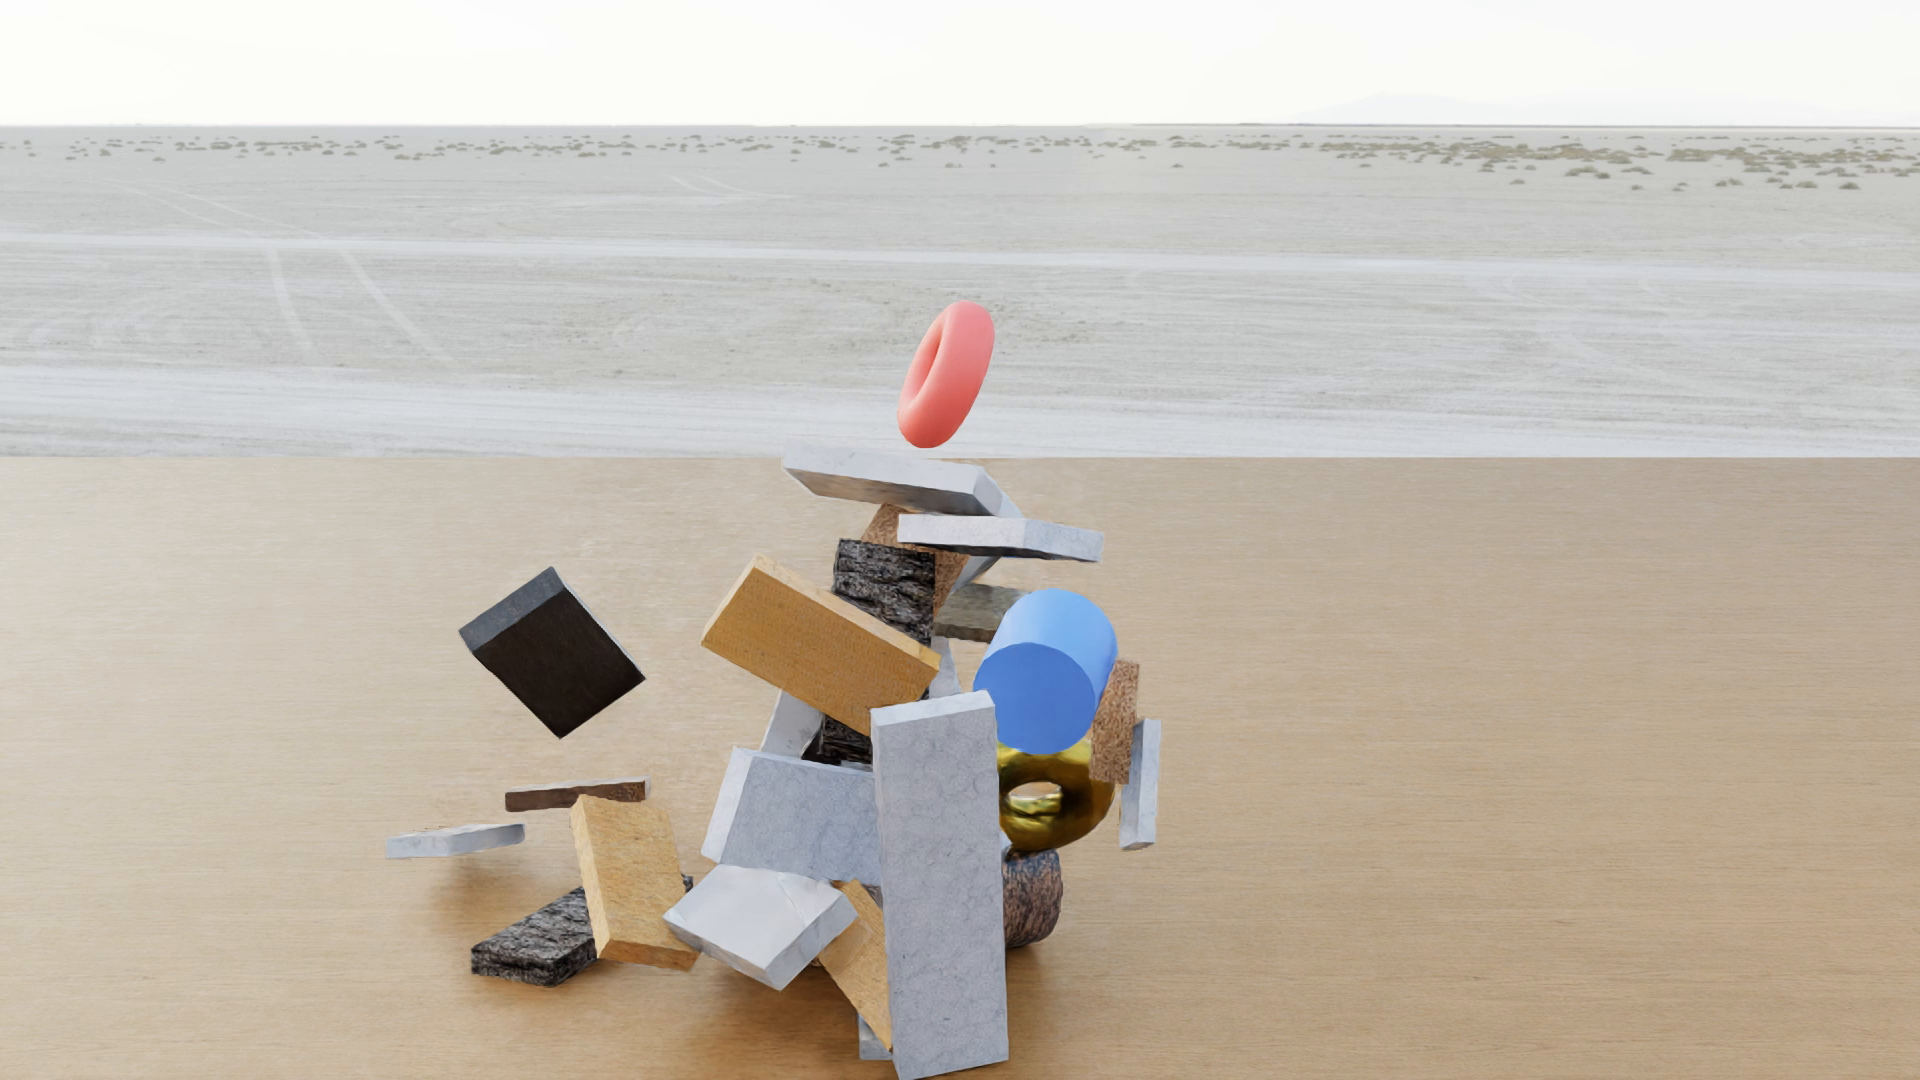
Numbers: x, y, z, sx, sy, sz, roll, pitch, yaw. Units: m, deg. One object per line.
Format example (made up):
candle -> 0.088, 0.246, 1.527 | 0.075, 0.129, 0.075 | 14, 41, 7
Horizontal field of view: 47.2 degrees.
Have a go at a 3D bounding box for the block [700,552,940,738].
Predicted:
block -> -0.205, 0.162, 3.238 | 0.316, 0.158, 0.045 | 30, 26, -14

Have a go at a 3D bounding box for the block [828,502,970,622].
block -> -0.116, 0.085, 3.602 | 0.166, 0.047, 0.331 | 19, 47, 12

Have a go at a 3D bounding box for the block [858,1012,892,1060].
block -> -0.090, 0.677, 3.117 | 0.109, 0.031, 0.219 | -1, 11, -4

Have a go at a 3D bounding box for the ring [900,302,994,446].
ring -> -0.027, -0.307, 4.078 | 0.096, 0.289, 0.289 | 22, 6, -14

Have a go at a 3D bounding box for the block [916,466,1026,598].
block -> 0.008, -0.017, 4.014 | 0.148, 0.148, 0.148 | -44, -7, 31

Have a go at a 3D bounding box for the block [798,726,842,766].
block -> -0.205, 0.357, 3.456 | 0.096, 0.193, 0.027 | 36, -12, -7

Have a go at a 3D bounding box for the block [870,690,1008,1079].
block -> -0.023, 0.457, 2.857 | 0.151, 0.551, 0.043 | -9, 26, -13

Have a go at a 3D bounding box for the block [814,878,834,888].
block -> -0.290, 0.598, 3.526 | 0.132, 0.037, 0.264 | 1, 11, 6

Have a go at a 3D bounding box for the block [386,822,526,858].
block -> -0.855, 0.510, 3.739 | 0.118, 0.033, 0.236 | -5, -4, 21

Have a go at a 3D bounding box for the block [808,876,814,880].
block -> -0.265, 0.500, 3.385 | 0.132, 0.037, 0.264 | -9, -29, -40

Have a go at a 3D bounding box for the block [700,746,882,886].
block -> -0.208, 0.384, 3.034 | 0.301, 0.151, 0.043 | 17, 1, -45

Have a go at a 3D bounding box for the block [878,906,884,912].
block -> -0.134, 0.589, 3.170 | 0.109, 0.031, 0.219 | -8, -32, 4

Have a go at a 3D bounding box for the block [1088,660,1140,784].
block -> 0.211, 0.249, 3.024 | 0.023, 0.166, 0.083 | 7, -4, -20

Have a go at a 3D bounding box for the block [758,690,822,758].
block -> -0.243, 0.338, 3.486 | 0.144, 0.289, 0.041 | 22, -10, -10

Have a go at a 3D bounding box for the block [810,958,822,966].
block -> -0.276, 0.591, 3.284 | 0.264, 0.037, 0.132 | 16, 1, -32

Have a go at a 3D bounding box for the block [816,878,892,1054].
block -> -0.119, 0.586, 3.031 | 0.109, 0.219, 0.031 | -38, -23, -9

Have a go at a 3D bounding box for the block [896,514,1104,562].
block -> 0.060, -0.004, 3.453 | 0.158, 0.045, 0.316 | 11, -5, -38

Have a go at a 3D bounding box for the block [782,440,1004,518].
block -> -0.110, -0.098, 3.651 | 0.331, 0.047, 0.166 | 8, -12, 18

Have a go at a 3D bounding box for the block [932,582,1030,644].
block -> 0.013, 0.130, 4.027 | 0.236, 0.033, 0.118 | 8, 42, 1

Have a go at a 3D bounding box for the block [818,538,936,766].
block -> -0.127, 0.175, 3.440 | 0.158, 0.045, 0.389 | 10, 51, -10

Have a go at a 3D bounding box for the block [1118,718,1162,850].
block -> 0.243, 0.331, 2.972 | 0.023, 0.166, 0.083 | 8, -16, -12

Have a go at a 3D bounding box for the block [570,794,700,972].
block -> -0.484, 0.505, 3.256 | 0.144, 0.041, 0.289 | 16, 31, -31

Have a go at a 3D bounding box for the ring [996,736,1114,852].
ring -> 0.110, 0.370, 3.246 | 0.240, 0.240, 0.080 | -1, 43, -5

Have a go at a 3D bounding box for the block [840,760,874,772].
block -> -0.130, 0.340, 3.371 | 0.096, 0.027, 0.193 | 20, 33, 0

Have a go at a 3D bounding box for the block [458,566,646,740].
block -> -0.617, 0.177, 3.361 | 0.166, 0.331, 0.047 | -35, 59, -5

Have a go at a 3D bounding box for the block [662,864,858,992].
block -> -0.283, 0.526, 3.073 | 0.151, 0.043, 0.302 | -42, 26, -24

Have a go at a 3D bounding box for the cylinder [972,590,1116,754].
cylinder -> 0.114, 0.173, 2.910 | 0.163, 0.163, 0.163 | 3, 24, 13

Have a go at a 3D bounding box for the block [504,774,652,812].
block -> -0.656, 0.437, 3.790 | 0.236, 0.033, 0.118 | -5, -1, -3

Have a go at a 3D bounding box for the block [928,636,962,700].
block -> -0.050, 0.302, 4.109 | 0.108, 0.390, 0.030 | -14, 3, 15

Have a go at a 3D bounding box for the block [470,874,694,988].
block -> -0.588, 0.605, 3.475 | 0.144, 0.041, 0.415 | 4, 11, 23

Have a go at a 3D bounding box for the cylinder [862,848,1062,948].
cylinder -> -0.005, 0.523, 3.386 | 0.235, 0.235, 0.235 | -6, 12, -30

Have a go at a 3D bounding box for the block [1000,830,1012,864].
block -> 0.003, 0.408, 3.188 | 0.023, 0.083, 0.166 | -27, 62, -36
